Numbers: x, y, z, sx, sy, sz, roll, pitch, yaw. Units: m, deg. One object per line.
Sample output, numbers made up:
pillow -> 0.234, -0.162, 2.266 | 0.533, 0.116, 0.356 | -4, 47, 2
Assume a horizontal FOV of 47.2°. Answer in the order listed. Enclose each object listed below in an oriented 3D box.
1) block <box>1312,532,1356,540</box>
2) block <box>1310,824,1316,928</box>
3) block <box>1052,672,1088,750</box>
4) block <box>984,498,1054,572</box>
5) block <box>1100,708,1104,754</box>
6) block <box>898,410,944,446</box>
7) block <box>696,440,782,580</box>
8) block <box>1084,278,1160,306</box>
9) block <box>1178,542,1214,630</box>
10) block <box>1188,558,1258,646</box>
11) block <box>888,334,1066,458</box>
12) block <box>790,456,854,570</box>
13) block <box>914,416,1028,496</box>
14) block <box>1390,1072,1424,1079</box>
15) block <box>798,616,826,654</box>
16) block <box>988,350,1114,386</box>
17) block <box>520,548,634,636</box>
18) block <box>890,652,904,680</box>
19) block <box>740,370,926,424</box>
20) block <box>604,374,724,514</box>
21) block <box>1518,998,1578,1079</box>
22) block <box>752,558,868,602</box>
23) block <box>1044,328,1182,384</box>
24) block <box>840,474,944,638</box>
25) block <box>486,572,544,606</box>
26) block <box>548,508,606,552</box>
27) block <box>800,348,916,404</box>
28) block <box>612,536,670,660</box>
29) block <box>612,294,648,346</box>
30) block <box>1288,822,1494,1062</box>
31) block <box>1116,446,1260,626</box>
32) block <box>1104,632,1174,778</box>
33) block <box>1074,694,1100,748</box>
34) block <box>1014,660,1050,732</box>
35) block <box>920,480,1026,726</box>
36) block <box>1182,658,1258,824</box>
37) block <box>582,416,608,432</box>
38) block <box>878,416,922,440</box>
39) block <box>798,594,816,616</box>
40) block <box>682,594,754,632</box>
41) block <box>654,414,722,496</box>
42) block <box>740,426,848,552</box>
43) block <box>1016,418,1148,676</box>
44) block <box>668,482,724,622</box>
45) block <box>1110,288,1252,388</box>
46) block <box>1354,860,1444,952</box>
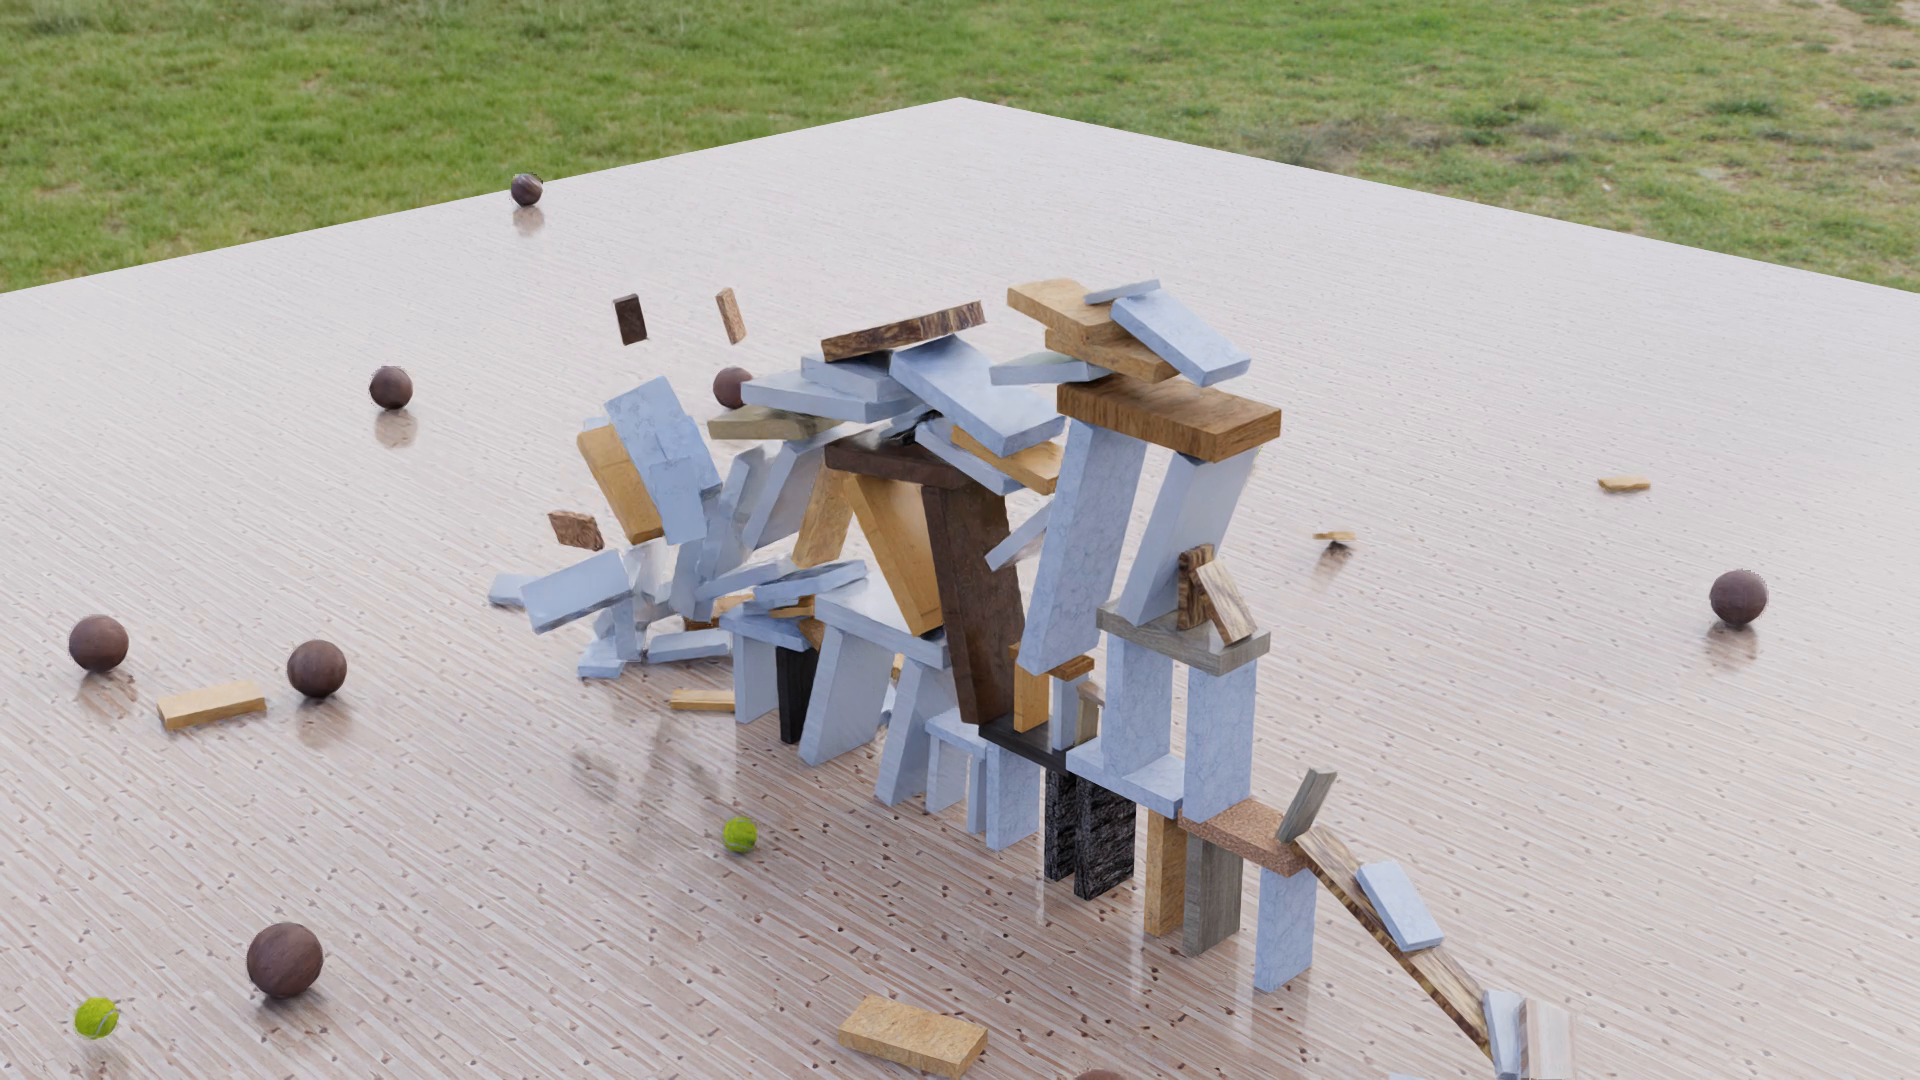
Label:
block -> 0.968, -0.010, 5.695 | 0.063, 0.018, 0.125 | -2, 0, 35
block -> 0.646, 0.635, 4.239 | 0.069, 0.020, 0.378 | 3, 23, 7
block -> 0.208, 0.314, 4.138 | 0.021, 0.150, 0.075 | 21, 31, 41
block -> 0.158, -0.024, 4.057 | 0.119, 0.034, 0.238 | -19, -15, -44
block -> 0.281, 0.346, 4.067 | 0.013, 0.091, 0.045 | 21, 31, 40
block -> -0.068, -0.216, 4.197 | 0.054, 0.107, 0.015 | -18, 73, -42
block -> -0.461, -0.064, 4.661 | 0.042, 0.296, 0.148 | 33, 31, 18
block -> 0.278, -0.425, 3.774 | 0.063, 0.018, 0.125 | -19, 9, -39
block -> 0.409, 0.080, 3.814 | 0.020, 0.140, 0.070 | 21, 30, 41
block -> 0.452, 0.106, 3.778 | 0.070, 0.140, 0.020 | -21, -8, -41
block -> 0.031, -0.273, 4.104 | 0.158, 0.045, 0.316 | -23, 47, -37
block -> -0.264, -0.065, 4.506 | 0.035, 0.246, 0.123 | 31, 26, 25
block -> 0.039, -0.163, 4.098 | 0.119, 0.034, 0.238 | -19, 41, -40
block -> 0.798, 0.925, 3.539 | 0.227, 0.032, 0.113 | 8, 24, 17
block -> -0.276, 0.216, 4.637 | 0.068, 0.019, 0.137 | -15, 56, -45
block -> 0.181, -0.307, 3.887 | 0.123, 0.035, 0.247 | -21, 15, -39
block -> -0.779, 0.105, 4.473 | 0.212, 0.030, 0.106 | -23, 58, -3
block -> -0.076, 0.256, 5.027 | 0.241, 0.034, 0.121 | -17, 29, -35
block -> -0.257, -0.287, 4.365 | 0.148, 0.042, 0.408 | -18, 20, -38
block -> -0.642, -0.202, 4.767 | 0.148, 0.042, 0.295 | -26, 69, -9
block -> 0.948, 0.826, 3.542 | 0.086, 0.024, 0.173 | 21, 40, -6
block -> -0.314, 0.086, 4.593 | 0.123, 0.035, 0.246 | -22, 8, -38
block -> 0.278, -0.329, 3.766 | 0.247, 0.035, 0.123 | 23, 32, 40
block -> -0.090, 0.009, 4.314 | 0.168, 0.336, 0.048 | -23, -4, -42
block -> -1.073, 0.123, 5.406 | 0.159, 0.023, 0.080 | 5, 46, 11
block -> -0.872, -0.023, 5.000 | 0.023, 0.080, 0.159 | -35, 28, -34
block -> -0.170, -0.329, 4.308 | 0.158, 0.045, 0.316 | -13, 20, -28
block -> -0.702, 0.071, 4.854 | 0.043, 0.150, 0.573 | -2, 23, 0
block -> -0.715, -0.478, 4.770 | 0.055, 0.110, 0.016 | -18, 40, -13
block -> 0.800, 0.725, 3.654 | 0.081, 0.023, 0.657 | -20, 56, -40
block -> 0.392, -0.022, 3.791 | 0.175, 0.350, 0.050 | -21, 51, -41
block -> 0.325, 0.279, 3.985 | 0.140, 0.280, 0.040 | -21, 31, -40
block -> 0.238, 0.337, 4.113 | 0.045, 0.119, 0.013 | -16, 30, -40
block -> 0.137, 0.286, 4.204 | 0.075, 0.150, 0.021 | -21, 31, -40
block -> 0.039, 0.104, 4.237 | 0.048, 0.473, 0.168 | 4, 19, 45
block -> 0.457, 0.338, 3.866 | 0.140, 0.296, 0.040 | -21, 31, -40
block -> -0.813, -0.228, 4.952 | 0.055, 0.016, 0.110 | -6, 62, -21
block -> -0.104, -0.218, 4.248 | 0.054, 0.015, 0.107 | -17, -2, -44
block -> -0.369, 0.159, 4.977 | 0.088, 0.025, 0.518 | 6, -11, -5
block -> -0.320, 0.152, 5.361 | 0.705, 0.034, 0.118 | -6, 24, -13
block -> -0.582, -0.175, 4.718 | 0.088, 0.025, 0.175 | -23, 69, -8
block -> -0.343, -0.110, 4.550 | 0.148, 0.296, 0.042 | -26, 64, -42
block -> 0.226, -0.005, 3.973 | 0.050, 0.526, 0.175 | 34, 38, 32
block -> -0.570, 0.018, 4.854 | 0.043, 0.301, 0.150 | 9, 6, -30
block -> 0.370, -0.341, 3.696 | 0.113, 0.032, 0.227 | -19, 48, -38
block -> 0.741, 0.616, 3.709 | 0.081, 0.023, 0.161 | -5, 47, -29
